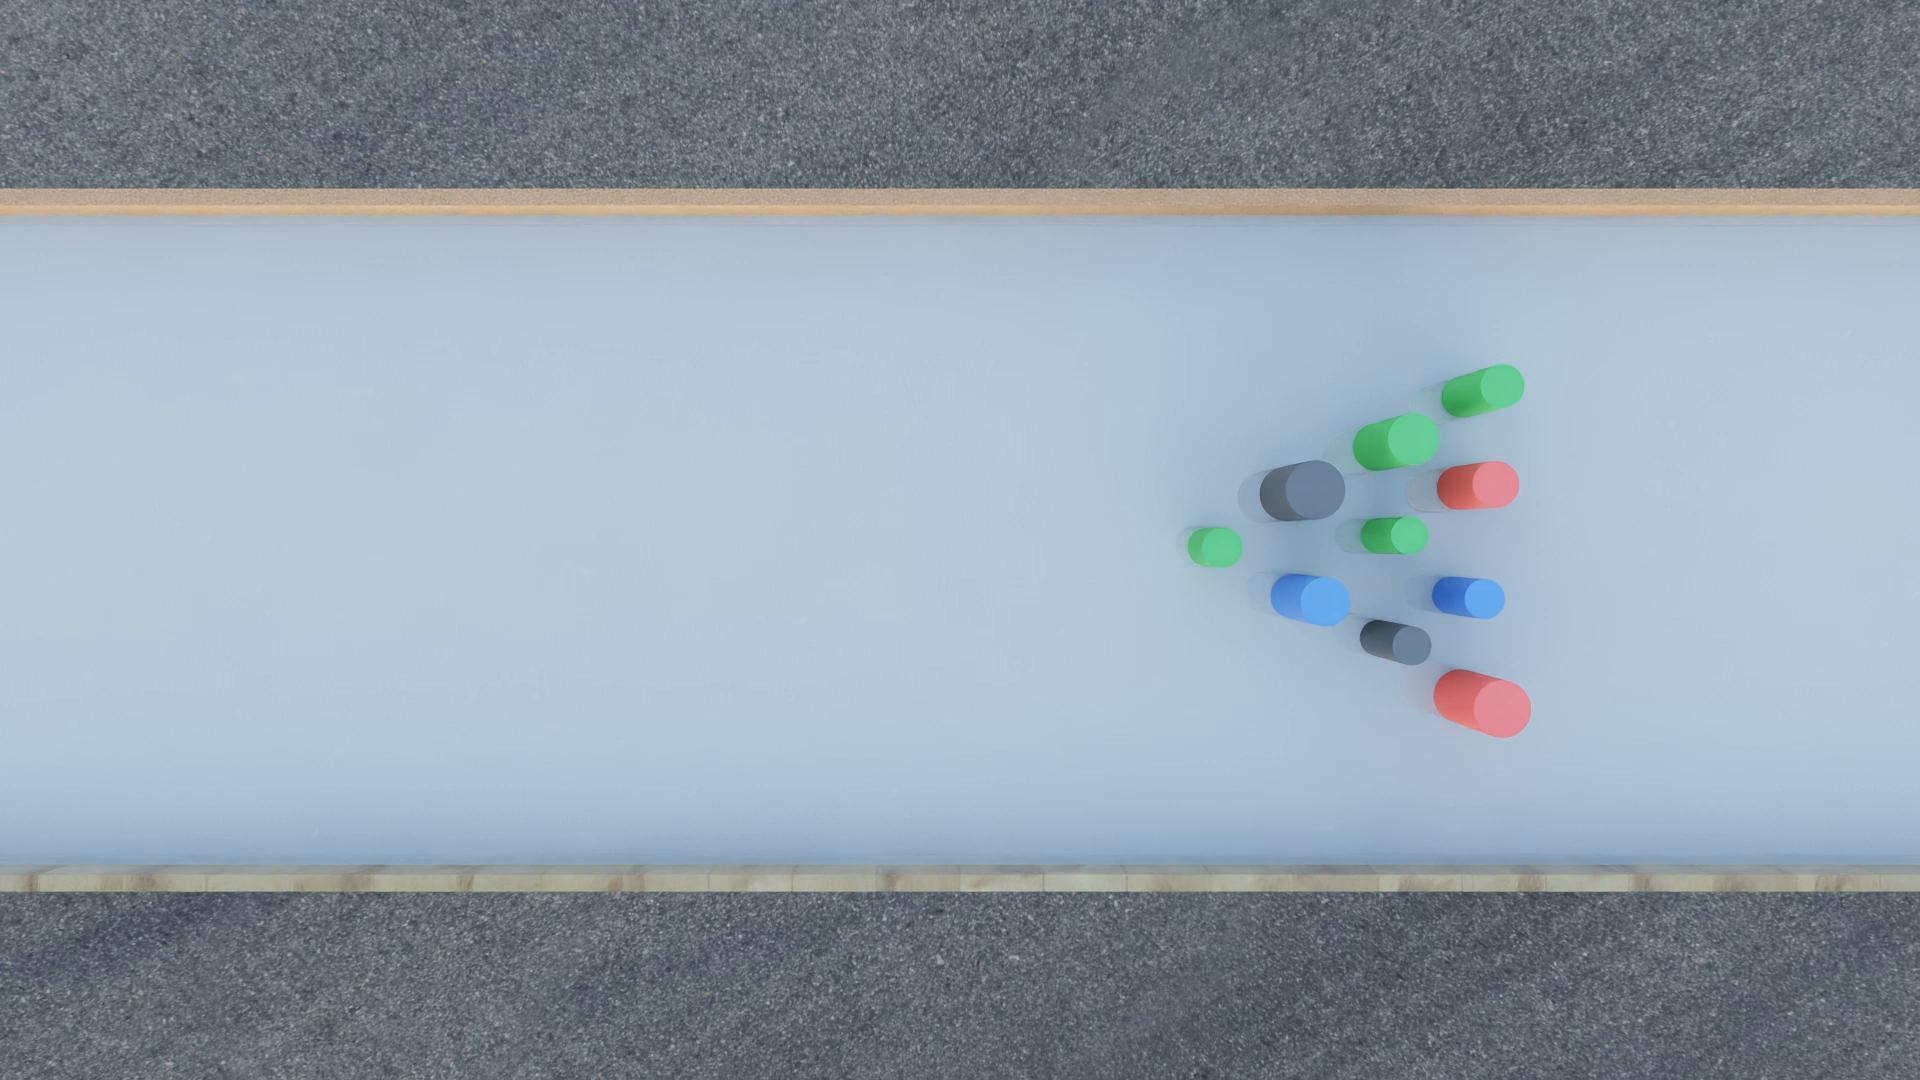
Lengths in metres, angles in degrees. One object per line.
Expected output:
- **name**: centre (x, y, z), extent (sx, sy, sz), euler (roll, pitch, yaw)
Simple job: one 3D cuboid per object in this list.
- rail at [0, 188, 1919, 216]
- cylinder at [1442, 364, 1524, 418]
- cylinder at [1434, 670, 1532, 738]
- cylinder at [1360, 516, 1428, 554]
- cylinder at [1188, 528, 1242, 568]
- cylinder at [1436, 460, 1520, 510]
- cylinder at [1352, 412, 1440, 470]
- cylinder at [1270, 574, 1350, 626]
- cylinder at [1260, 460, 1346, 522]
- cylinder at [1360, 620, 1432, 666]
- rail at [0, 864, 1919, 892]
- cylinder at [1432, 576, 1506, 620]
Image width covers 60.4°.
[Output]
- **rail**: centre (-2.247, -1.025, 5.002), extent (12.000, 0.150, 0.050), euler (0, 90, 0)
- **cylinder**: centre (1.545, -0.439, 4.887), extent (0.126, 0.379, 0.126), euler (0, 90, 0)
- **cylinder**: centre (1.539, 0.480, 4.877), extent (0.164, 0.399, 0.164), euler (0, 90, 0)
- **cylinder**: centre (1.288, -0.013, 4.899), extent (0.109, 0.354, 0.109), euler (0, 90, 0)
- **cylinder**: centre (0.759, 0.022, 4.922), extent (0.118, 0.309, 0.118), euler (0, 90, 0)
- **cylinder**: centre (1.535, -0.160, 4.900), extent (0.136, 0.352, 0.136), euler (0, 90, 0)
- **cylinder**: centre (1.283, -0.286, 4.869), extent (0.147, 0.416, 0.147), euler (0, 90, 0)
- **cylinder**: centre (1.025, 0.173, 4.851), extent (0.140, 0.450, 0.140), euler (0, 90, 0)
- **cylinder**: centre (1.007, -0.142, 4.873), extent (0.169, 0.408, 0.169), euler (0, 90, 0)
- **cylinder**: centre (1.287, 0.301, 4.886), extent (0.112, 0.382, 0.112), euler (0, 90, 0)
- **rail**: centre (-2.247, 1.025, 5.001), extent (12.000, 0.150, 0.050), euler (0, 90, 0)
- **cylinder**: centre (1.511, 0.170, 4.912), extent (0.117, 0.328, 0.117), euler (0, 90, 0)
